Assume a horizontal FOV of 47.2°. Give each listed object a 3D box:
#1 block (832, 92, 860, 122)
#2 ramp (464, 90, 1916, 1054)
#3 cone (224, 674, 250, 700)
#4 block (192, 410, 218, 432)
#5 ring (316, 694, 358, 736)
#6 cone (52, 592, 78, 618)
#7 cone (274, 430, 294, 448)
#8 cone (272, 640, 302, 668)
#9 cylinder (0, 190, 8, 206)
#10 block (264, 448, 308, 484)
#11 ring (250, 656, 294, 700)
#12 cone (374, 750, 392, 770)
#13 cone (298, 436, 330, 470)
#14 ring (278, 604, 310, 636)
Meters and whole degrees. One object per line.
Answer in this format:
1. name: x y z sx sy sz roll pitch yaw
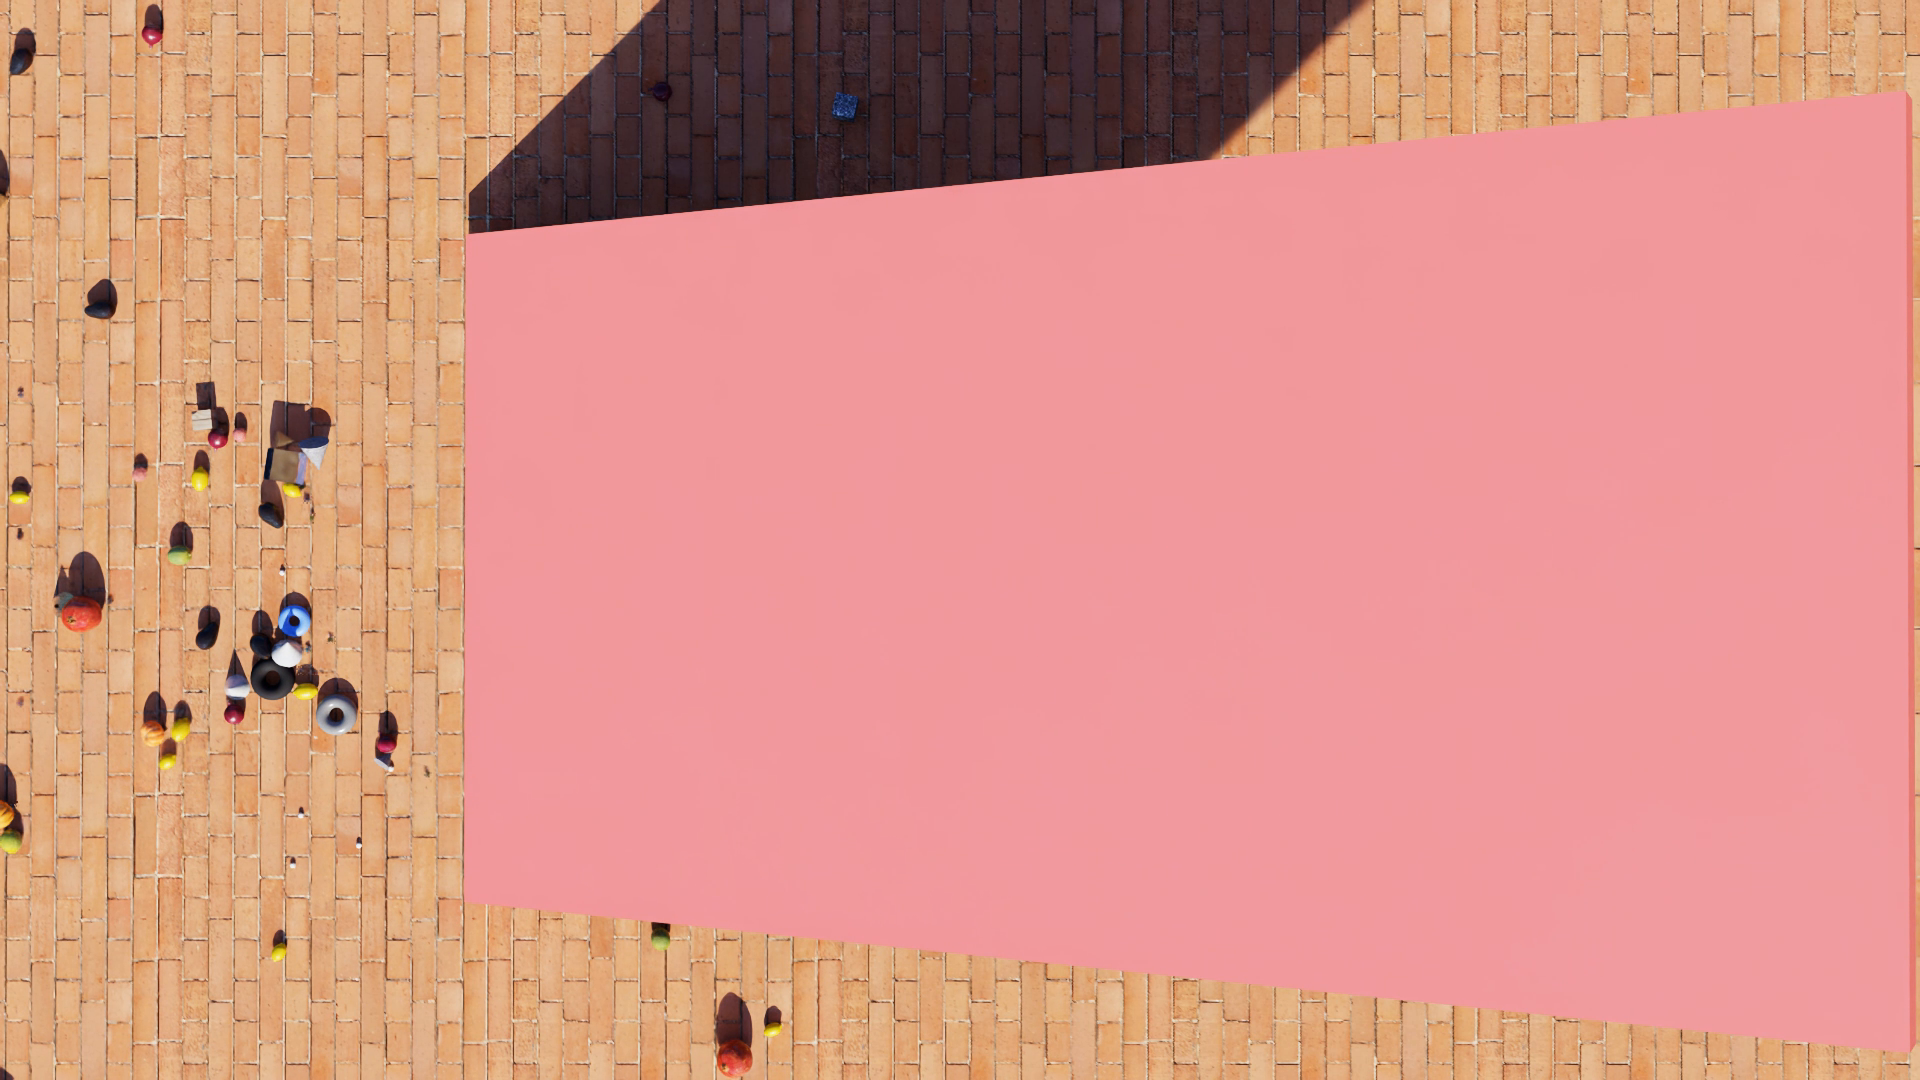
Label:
1. block: -0.347 -1.309 6.655 0.067 0.067 0.067 13 89 0
2. ramp: 0.269 0.074 5.622 4.000 0.100 2.000 0 89 30
3. cone: -2.193 0.447 6.633 0.078 0.078 0.078 0 89 0
4. block: -2.284 -0.362 6.651 0.057 0.057 0.057 -6 89 0
5. ring: -1.885 0.528 6.650 0.126 0.042 0.126 0 88 0
6. cone: -2.717 0.198 6.634 0.081 0.081 0.081 0 89 0
7. cone: -2.044 -0.303 6.667 0.054 0.054 0.054 6 89 -27
8. cone: -2.022 0.324 6.611 0.091 0.091 0.091 7 65 -15
9. cylinder: -2.941 -1.027 6.642 0.088 0.088 0.088 37 90 0
10. block: -2.032 -0.222 6.631 0.095 0.095 0.095 8 89 0
11. ring: -2.078 0.417 6.650 0.136 0.045 0.136 0 89 1
12. cone: -1.735 0.657 6.657 0.055 0.055 0.055 34 63 0
13. cone: -1.948 -0.252 6.658 0.092 0.092 0.092 -3 116 0
14. ring: -2.015 0.245 6.658 0.097 0.032 0.097 0 91 0
